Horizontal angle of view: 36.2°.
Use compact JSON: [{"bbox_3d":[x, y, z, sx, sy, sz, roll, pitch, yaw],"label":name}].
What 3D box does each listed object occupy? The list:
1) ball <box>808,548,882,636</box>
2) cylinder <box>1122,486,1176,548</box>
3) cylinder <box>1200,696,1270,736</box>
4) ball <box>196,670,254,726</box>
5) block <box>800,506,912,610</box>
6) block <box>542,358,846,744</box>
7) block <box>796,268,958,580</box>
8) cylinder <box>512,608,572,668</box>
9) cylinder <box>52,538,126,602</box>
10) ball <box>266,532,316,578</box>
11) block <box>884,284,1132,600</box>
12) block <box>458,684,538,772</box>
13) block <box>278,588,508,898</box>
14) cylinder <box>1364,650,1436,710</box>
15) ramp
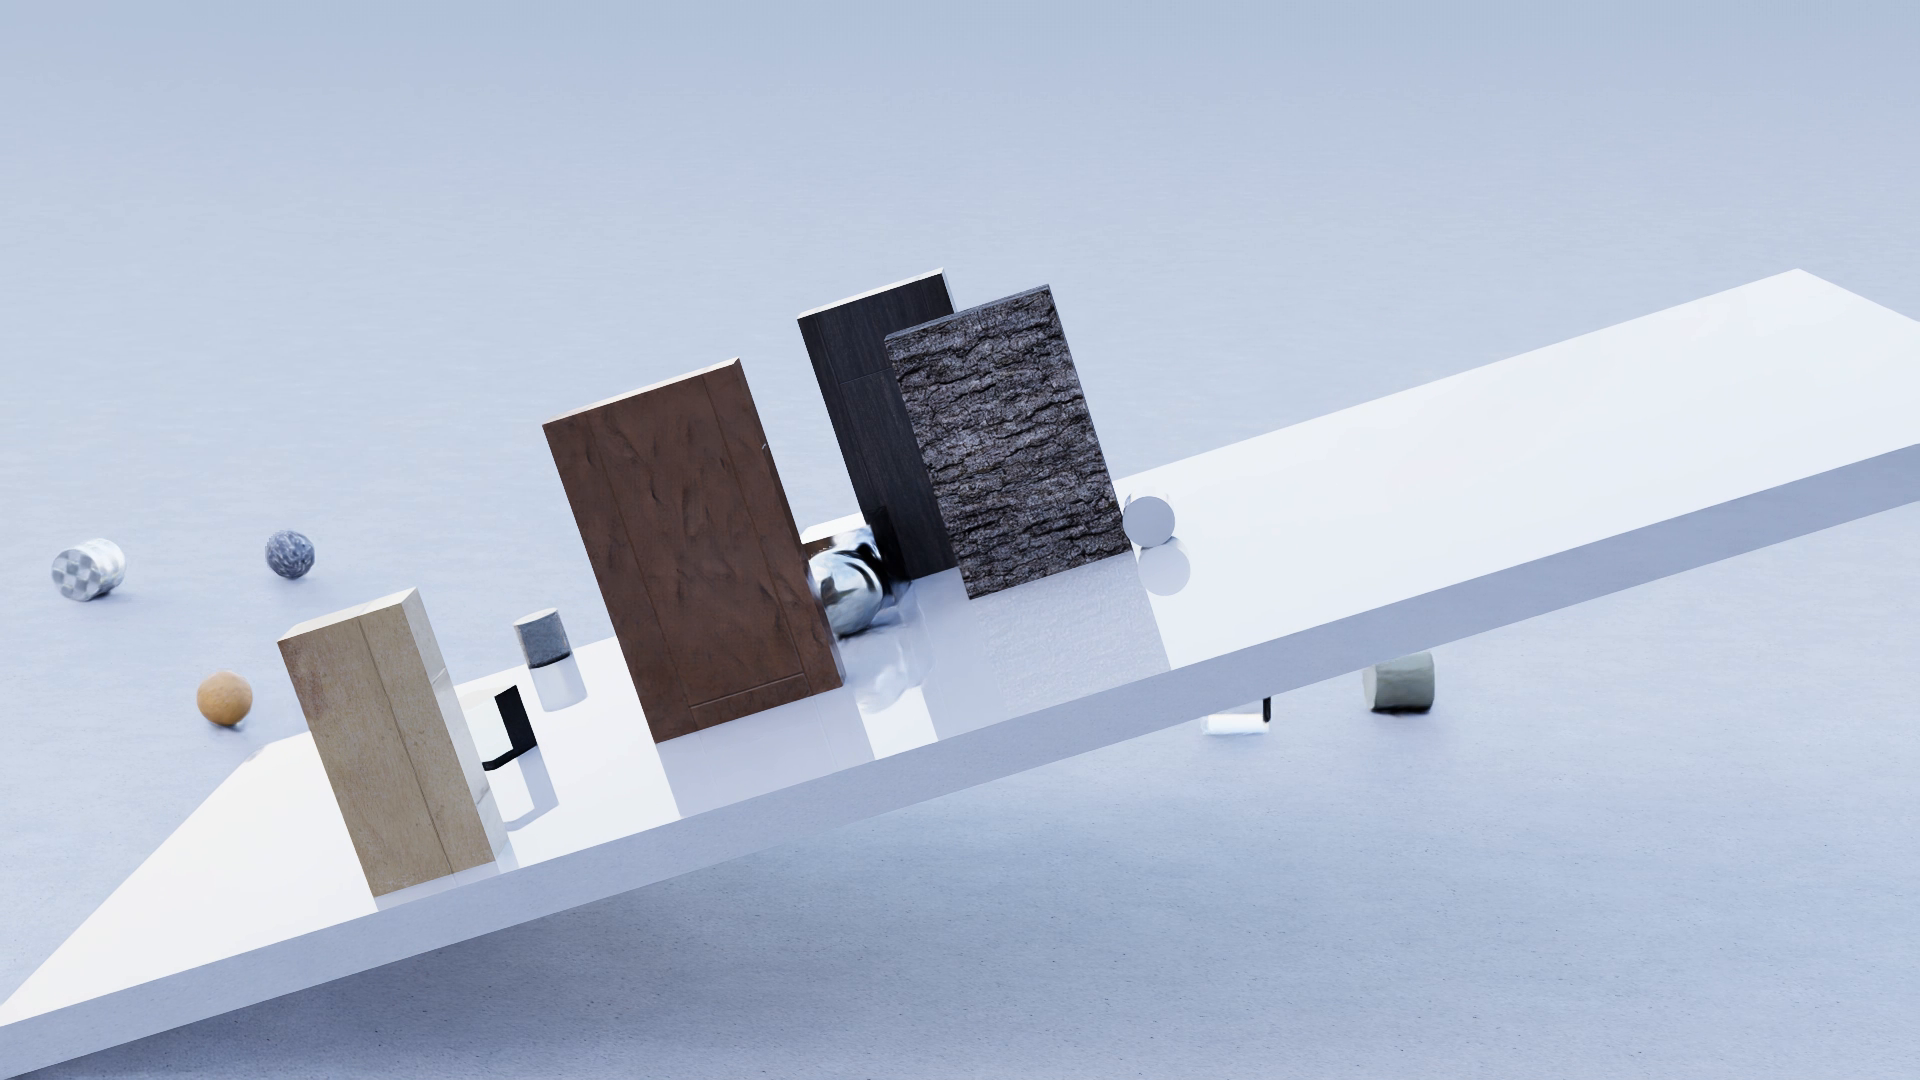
[{"bbox_3d":[-0.267,0.114,6.485,0.191,0.191,0.191,0,12,0],"label":"ball"},{"bbox_3d":[0.411,-0.051,6.400,0.114,0.114,0.114,1,12,3],"label":"cylinder"},{"bbox_3d":[0.740,0.443,7.933,0.165,0.165,0.165,-1,12,-4],"label":"cylinder"},{"bbox_3d":[-2.006,0.432,8.028,0.151,0.151,0.151,0,12,0],"label":"ball"},{"bbox_3d":[-0.248,0.059,6.730,0.194,0.194,0.194,-16,11,13],"label":"block"},{"bbox_3d":[-0.539,0.023,6.016,0.409,0.698,0.103,-17,10,5],"label":"block"},{"bbox_3d":[-0.104,-0.260,6.840,0.349,0.662,0.119,-17,10,5],"label":"block"},{"bbox_3d":[-1.041,0.245,7.333,0.117,0.117,0.117,-18,10,3],"label":"cylinder"},{"bbox_3d":[-2.844,0.097,9.606,0.174,0.174,0.174,2,12,12],"label":"cylinder"},{"bbox_3d":[-2.246,0.050,9.873,0.160,0.160,0.160,0,12,0],"label":"ball"},{"bbox_3d":[0.107,-0.213,6.411,0.371,0.599,0.103,-17,10,5],"label":"block"},{"bbox_3d":[-1.036,0.413,6.384,0.143,0.143,0.143,-11,13,36],"label":"block"},{"bbox_3d":[-1.067,0.381,5.555,0.247,0.521,0.137,-17,10,5],"label":"block"},{"bbox_3d":[1.224,0.389,8.200,0.166,0.166,0.166,-1,12,-4],"label":"cylinder"},{"bbox_3d":[0.101,0.183,6.310,4.000,0.100,2.000,-17,10,5],"label":"ramp"}]
